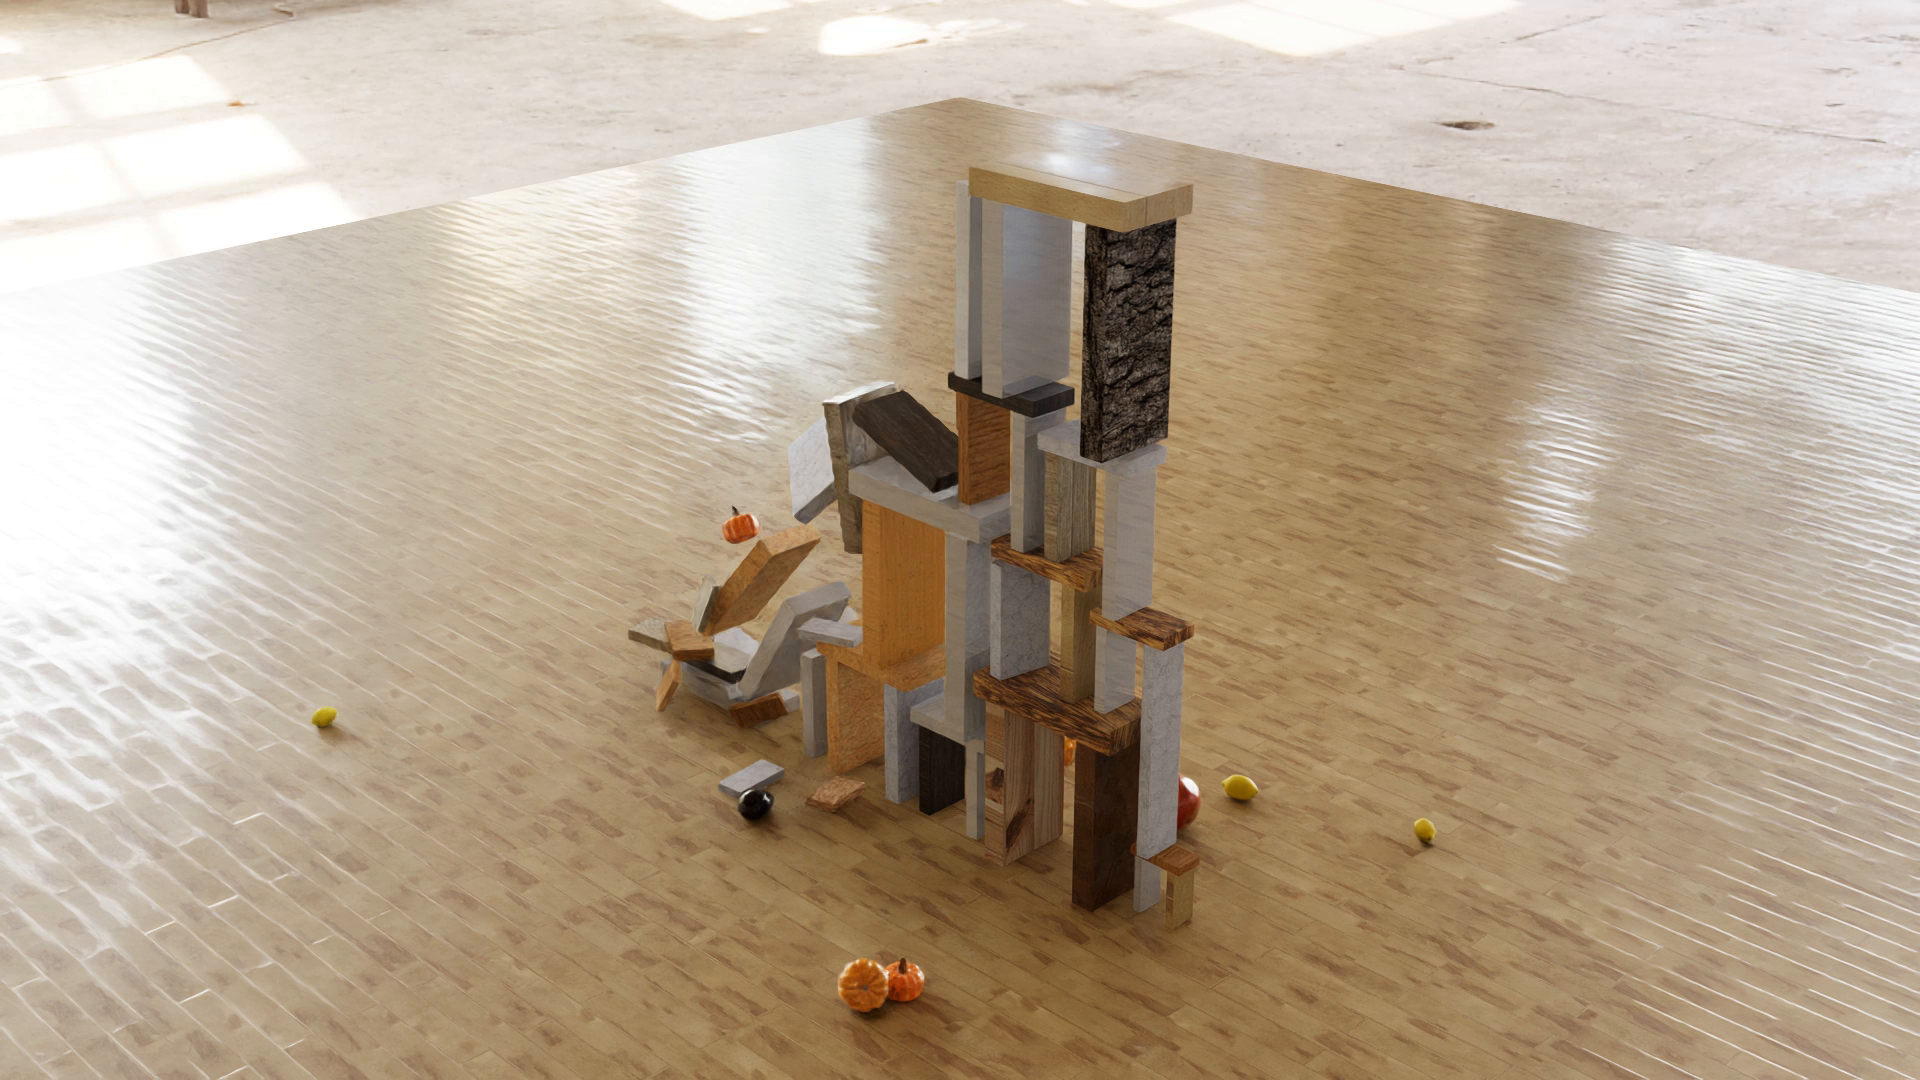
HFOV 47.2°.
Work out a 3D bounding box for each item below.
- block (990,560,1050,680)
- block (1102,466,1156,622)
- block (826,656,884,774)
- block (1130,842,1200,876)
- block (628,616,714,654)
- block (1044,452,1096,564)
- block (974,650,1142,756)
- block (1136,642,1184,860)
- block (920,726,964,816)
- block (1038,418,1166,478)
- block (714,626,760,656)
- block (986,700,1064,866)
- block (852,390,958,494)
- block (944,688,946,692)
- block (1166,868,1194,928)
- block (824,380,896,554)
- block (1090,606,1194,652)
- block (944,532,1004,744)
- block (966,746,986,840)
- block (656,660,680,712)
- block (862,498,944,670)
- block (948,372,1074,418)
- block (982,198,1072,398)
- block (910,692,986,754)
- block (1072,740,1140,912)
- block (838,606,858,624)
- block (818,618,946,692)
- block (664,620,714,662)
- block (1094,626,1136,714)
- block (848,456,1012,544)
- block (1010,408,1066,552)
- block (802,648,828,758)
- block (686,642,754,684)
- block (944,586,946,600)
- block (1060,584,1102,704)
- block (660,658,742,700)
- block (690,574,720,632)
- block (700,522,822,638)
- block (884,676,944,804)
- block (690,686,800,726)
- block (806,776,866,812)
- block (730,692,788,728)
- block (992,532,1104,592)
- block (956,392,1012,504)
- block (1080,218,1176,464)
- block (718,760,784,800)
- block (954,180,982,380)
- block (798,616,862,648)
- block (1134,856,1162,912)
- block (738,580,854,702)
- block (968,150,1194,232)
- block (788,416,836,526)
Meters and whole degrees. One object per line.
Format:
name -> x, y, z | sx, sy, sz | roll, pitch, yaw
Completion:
block -> 0.114, 0.139, 4.131 | 0.116, 0.232, 0.033 | -16, 27, -32
block -> 0.300, -0.002, 3.903 | 0.030, 0.280, 0.105 | 21, 30, 40
block -> -0.217, 0.346, 4.607 | 0.037, 0.264, 0.132 | 21, 31, 41
block -> 0.379, 0.582, 4.066 | 0.118, 0.017, 0.059 | 21, 31, 40
block -> -0.662, 0.223, 5.035 | 0.180, 0.025, 0.090 | 16, 27, 32
block -> 0.200, -0.073, 3.980 | 0.030, 0.210, 0.105 | 21, 31, 40
block -> 0.208, 0.296, 4.120 | 0.344, 0.049, 0.172 | 21, 31, 41
block -> 0.363, 0.374, 3.985 | 0.024, 0.429, 0.086 | 21, 31, 40
block -> -0.036, 0.447, 4.449 | 0.101, 0.202, 0.029 | -21, 31, -41
block -> 0.250, -0.164, 3.888 | 0.210, 0.030, 0.105 | 21, 31, 40
block -> -0.530, 0.251, 5.135 | 0.096, 0.027, 0.193 | -15, 27, -31
block -> 0.127, 0.445, 4.272 | 0.049, 0.344, 0.172 | 21, 31, 41
block -> -0.080, -0.191, 4.219 | 0.125, 0.035, 0.250 | -21, 50, -38
block -> -0.051, 0.363, 4.877 | 0.184, 0.023, 0.080 | -9, 25, -20
block -> 0.407, 0.655, 4.066 | 0.059, 0.118, 0.017 | -21, 31, -41
block -> -0.180, -0.144, 4.373 | 0.044, 0.312, 0.156 | 10, 25, 43
block -> 0.325, 0.149, 3.935 | 0.171, 0.024, 0.085 | 20, 30, 40
block -> 0.053, 0.165, 4.234 | 0.050, 0.427, 0.178 | 22, 31, 39
block -> 0.058, 0.484, 4.362 | 0.029, 0.202, 0.101 | 21, 31, 40
block -> -0.642, 0.323, 4.840 | 0.016, 0.113, 0.057 | 12, 45, -22
block -> -0.112, 0.065, 4.379 | 0.050, 0.356, 0.178 | 22, 32, 40
block -> 0.093, -0.276, 4.004 | 0.108, 0.031, 0.216 | -21, 31, -40
block -> 0.120, -0.445, 3.910 | 0.177, 0.355, 0.050 | -21, 31, -40
block -> 0.008, 0.361, 4.357 | 0.202, 0.029, 0.101 | 21, 31, 40
block -> 0.289, 0.508, 4.123 | 0.049, 0.344, 0.172 | 21, 31, 41
block -> -0.285, 0.212, 5.227 | 0.096, 0.027, 0.193 | -7, 24, -15
block -> -0.155, 0.232, 4.491 | 0.264, 0.037, 0.132 | 21, 31, 40
block -> -0.610, 0.225, 4.954 | 0.090, 0.025, 0.180 | -4, 20, -13
block -> 0.284, 0.224, 4.010 | 0.024, 0.171, 0.085 | 21, 31, 40
block -> -0.027, -0.090, 4.222 | 0.178, 0.050, 0.356 | -21, 31, -40
block -> 0.143, -0.118, 4.014 | 0.108, 0.266, 0.031 | -21, 31, -41
block -> -0.279, 0.335, 4.670 | 0.033, 0.236, 0.118 | 21, 31, 41
block -> -0.523, 0.272, 4.896 | 0.090, 0.025, 0.180 | -19, 24, -37
block -> 0.083, 0.233, 5.177 | 0.096, 0.027, 0.601 | -6, 24, -14
block -> 0.237, 0.174, 4.048 | 0.033, 0.232, 0.116 | 21, 31, 41
block -> -0.549, 0.297, 4.922 | 0.236, 0.033, 0.118 | 15, 27, 43
block -> -0.549, 0.136, 4.725 | 0.016, 0.113, 0.057 | 8, 23, -31
block -> -0.438, 0.087, 4.749 | 0.156, 0.312, 0.044 | -21, 69, -48
block -> -0.093, 0.395, 4.492 | 0.037, 0.264, 0.132 | 21, 31, 40
block -> -0.482, 0.342, 4.912 | 0.236, 0.033, 0.118 | 20, 30, 39
block -> -0.254, 0.519, 4.491 | 0.065, 0.018, 0.130 | 12, 18, 24
block -> -0.435, 0.370, 4.772 | 0.113, 0.057, 0.016 | -16, 38, 9
block -> 0.181, 0.031, 4.047 | 0.232, 0.033, 0.116 | 21, 31, 40
block -> 0.046, -0.183, 4.100 | 0.108, 0.216, 0.031 | -20, 29, -39
block -> 0.288, -0.353, 3.767 | 0.050, 0.412, 0.177 | 21, 31, 40
block -> -0.433, 0.497, 4.565 | 0.065, 0.018, 0.131 | 18, 29, 35
block -> 0.050, -0.478, 3.971 | 0.125, 0.360, 0.035 | -20, 32, -38
block -> -0.261, 0.190, 4.517 | 0.131, 0.018, 0.065 | 11, 25, 23
block -> 0.351, 0.633, 4.117 | 0.017, 0.118, 0.059 | 21, 31, 41
block -> -0.354, 0.217, 4.706 | 0.156, 0.312, 0.044 | -19, 63, -39
block -> 0.203, -0.599, 3.754 | 0.355, 0.050, 0.177 | 21, 31, 40
block -> -0.293, -0.150, 4.529 | 0.125, 0.035, 0.250 | -40, 32, 21
